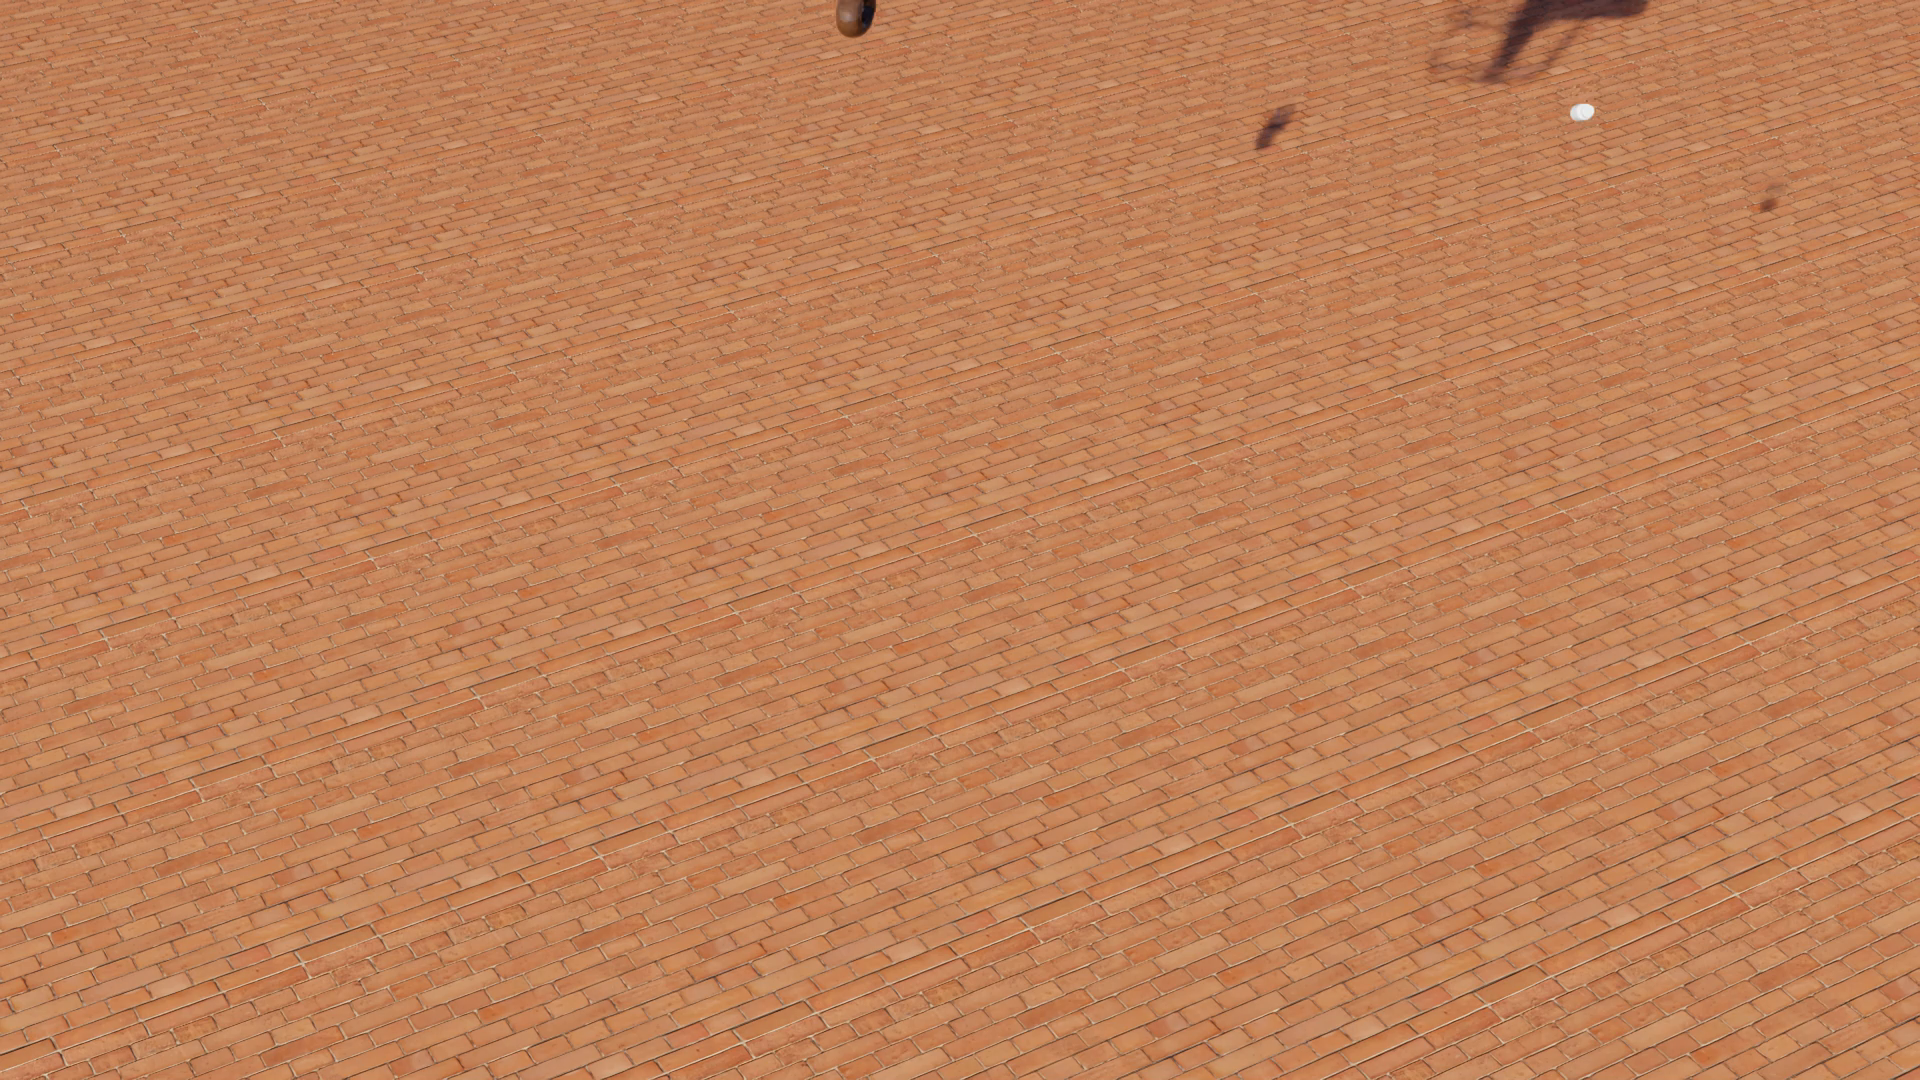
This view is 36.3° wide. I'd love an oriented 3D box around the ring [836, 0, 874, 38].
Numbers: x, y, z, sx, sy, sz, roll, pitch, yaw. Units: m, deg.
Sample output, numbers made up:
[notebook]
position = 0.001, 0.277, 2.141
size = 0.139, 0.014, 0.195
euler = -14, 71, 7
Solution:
[ring]
position = -0.334, -1.693, 9.382
size = 0.082, 0.157, 0.213
euler = 7, 39, 17
